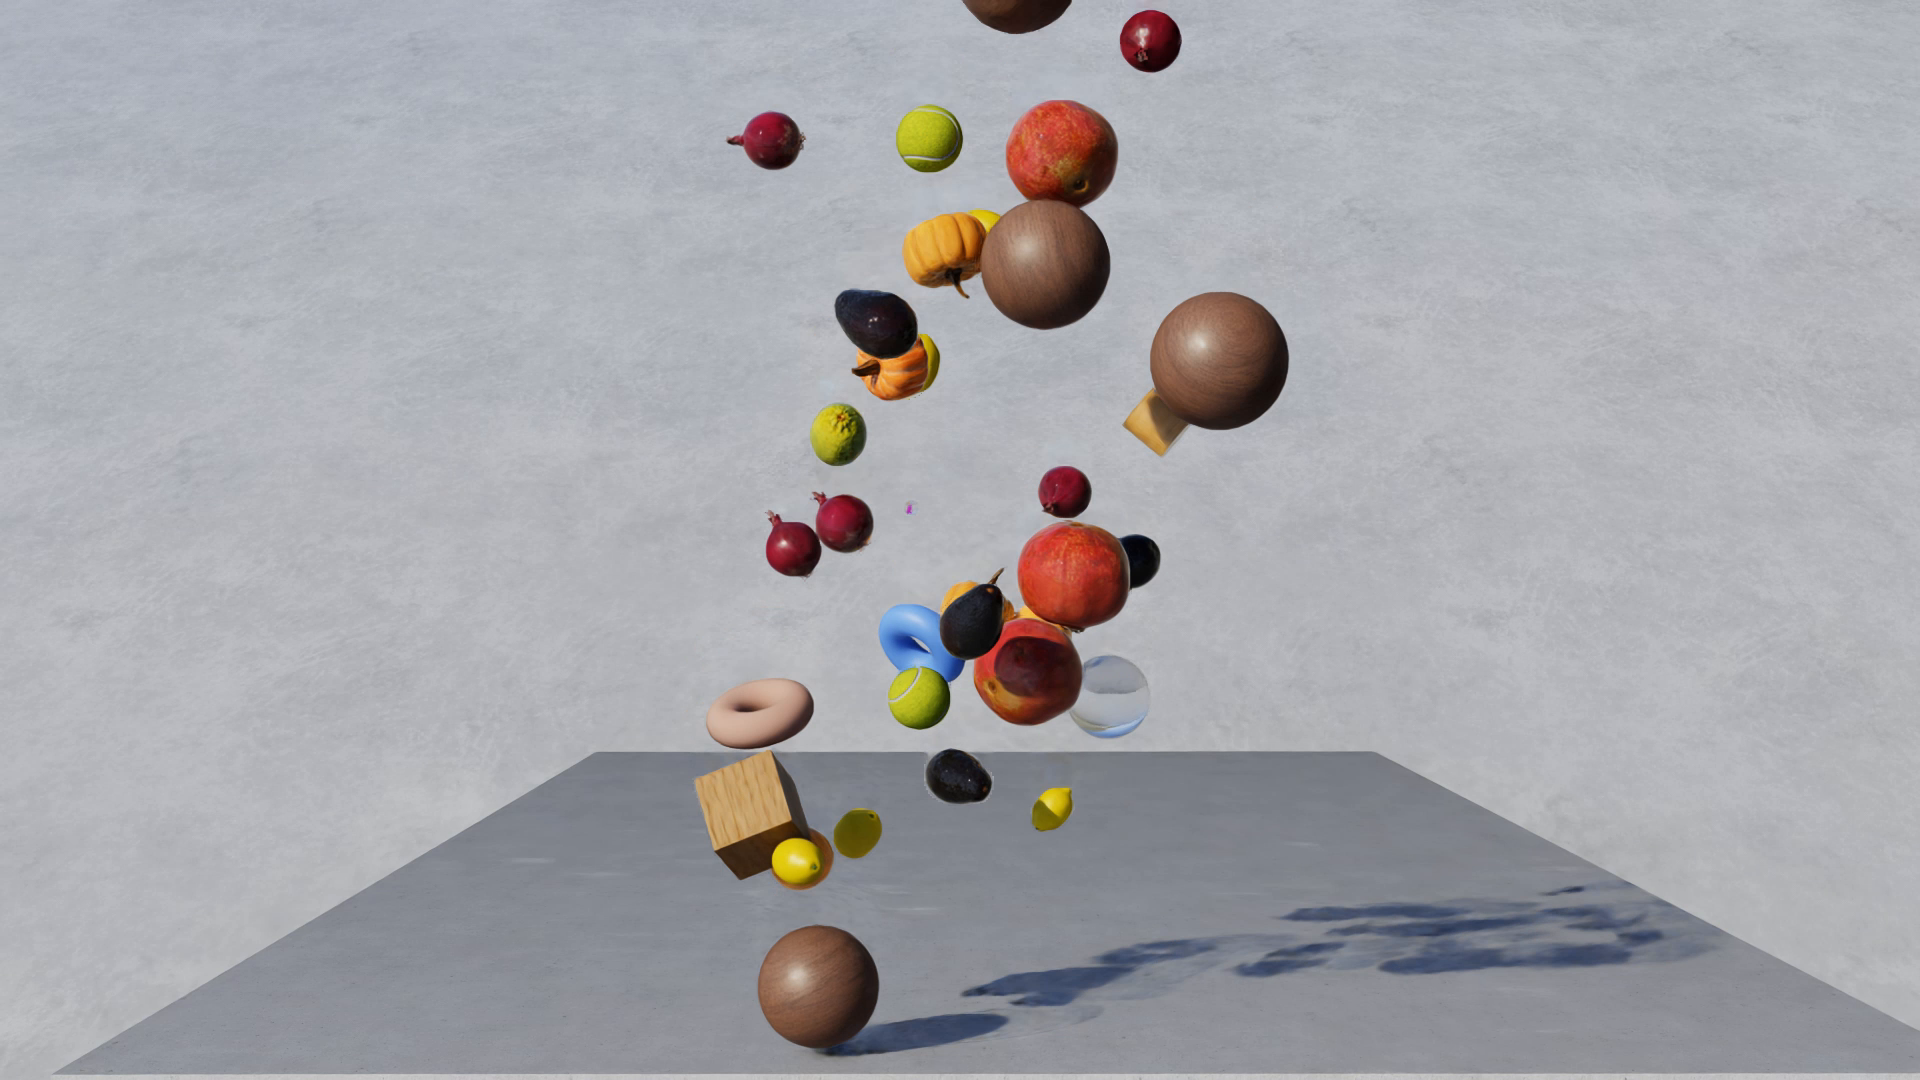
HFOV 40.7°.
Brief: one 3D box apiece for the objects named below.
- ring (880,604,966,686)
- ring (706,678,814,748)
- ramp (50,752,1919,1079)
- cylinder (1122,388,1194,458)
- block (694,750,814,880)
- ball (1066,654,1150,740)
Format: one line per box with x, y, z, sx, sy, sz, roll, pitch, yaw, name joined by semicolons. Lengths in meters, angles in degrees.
-0.046;0.125;3.106;0.116;0.116;0.039;18;48;28;ring
-0.222;0.192;2.873;0.122;0.041;0.122;-10;22;4;ring
0.067;0.596;4.652;2.000;0.100;4.000;0;0;0;ramp
0.217;-0.129;2.836;0.055;0.055;0.055;40;40;6;cylinder
-0.223;0.299;2.816;0.090;0.090;0.090;-22;59;3;block
0.176;0.186;3.069;0.100;0.100;0.100;0;30;0;ball
